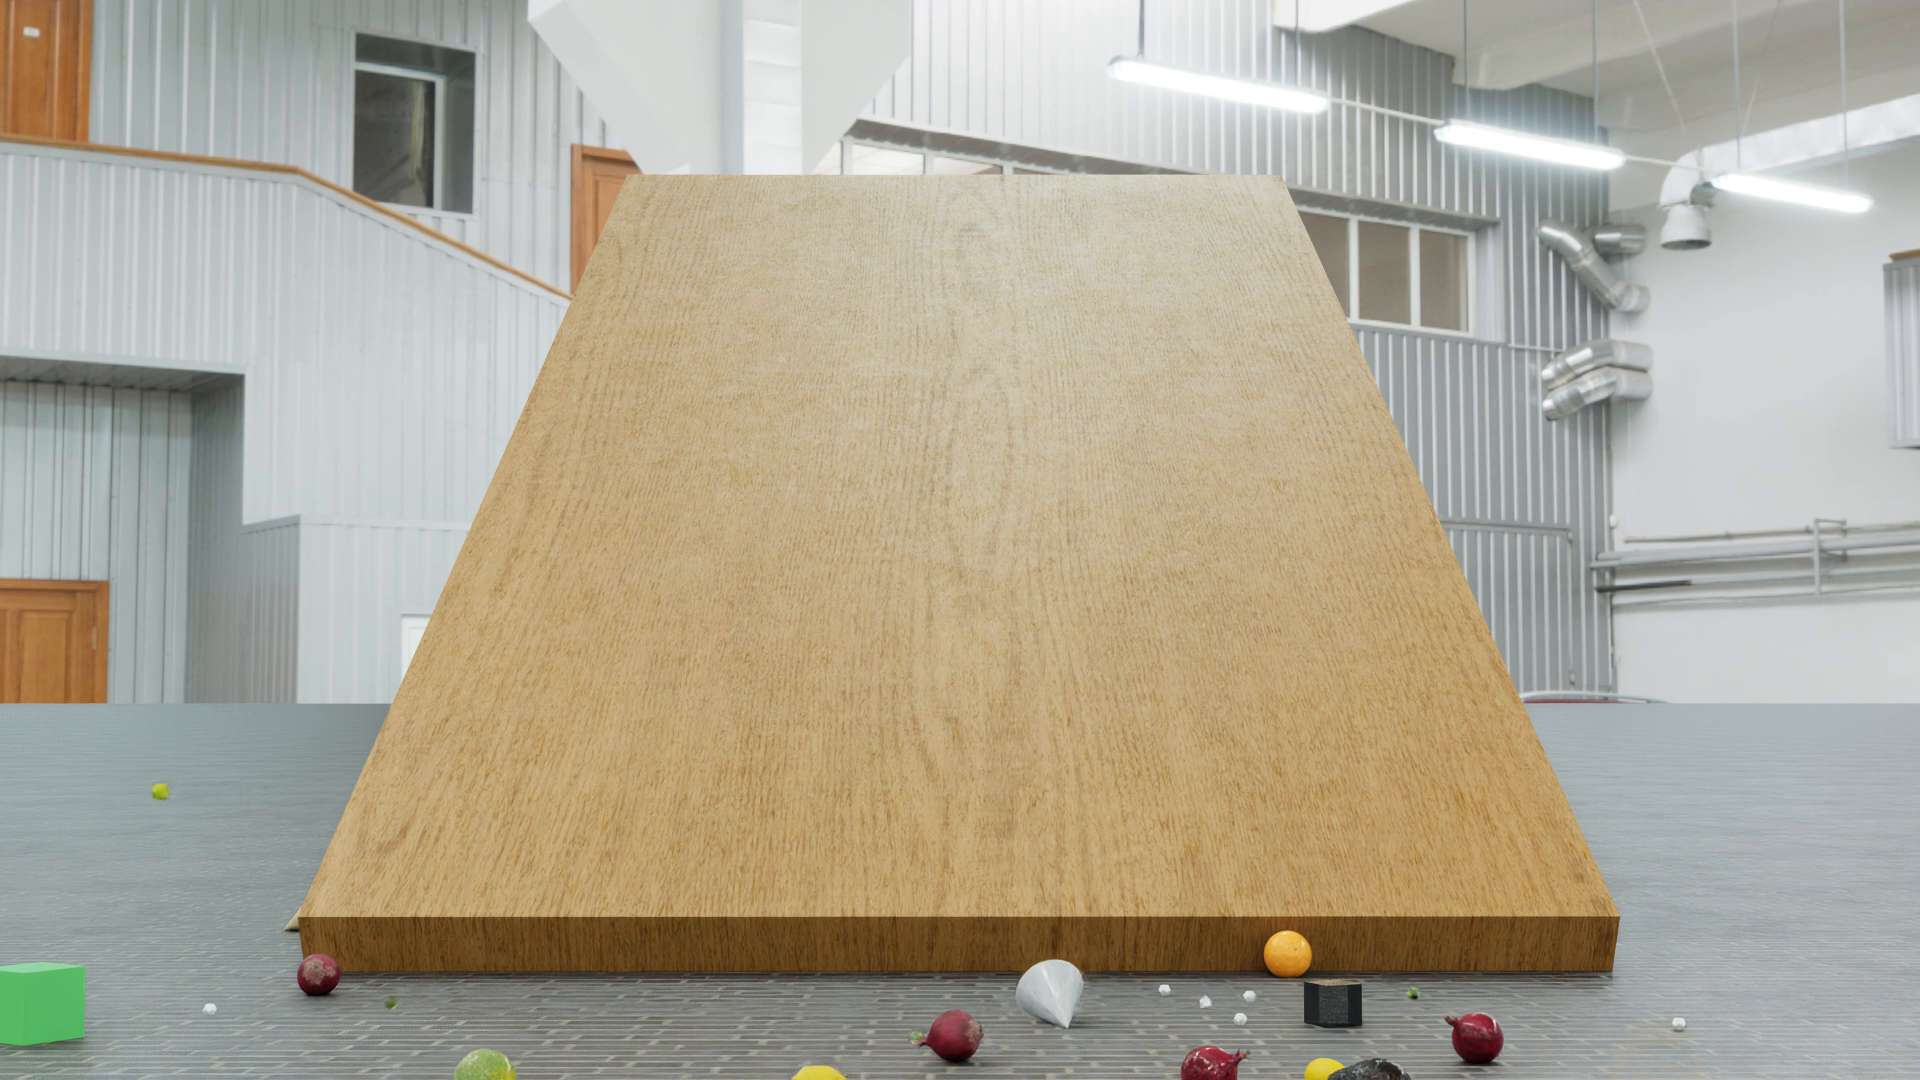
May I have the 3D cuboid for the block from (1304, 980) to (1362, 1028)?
[{"bbox_3d":[0.478,0.595,3.004,0.053,0.053,0.053,2,-4,-25],"label":"block"}]

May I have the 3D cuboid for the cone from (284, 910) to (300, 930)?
[{"bbox_3d":[-1.193,0.690,4.208,0.052,0.052,0.052,-26,0,-9],"label":"cone"}]

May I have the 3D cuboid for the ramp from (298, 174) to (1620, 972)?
[{"bbox_3d":[-0.009,-0.229,5.373,2.000,0.100,4.000,0,25,0],"label":"ramp"}]

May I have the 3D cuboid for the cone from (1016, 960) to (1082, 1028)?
[{"bbox_3d":[0.126,0.601,3.001,0.090,0.090,0.090,1,23,-14],"label":"cone"}]

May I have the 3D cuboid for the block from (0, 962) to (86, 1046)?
[{"bbox_3d":[-1.142,0.570,2.880,0.087,0.087,0.087,-2,-5,32],"label":"block"}]
